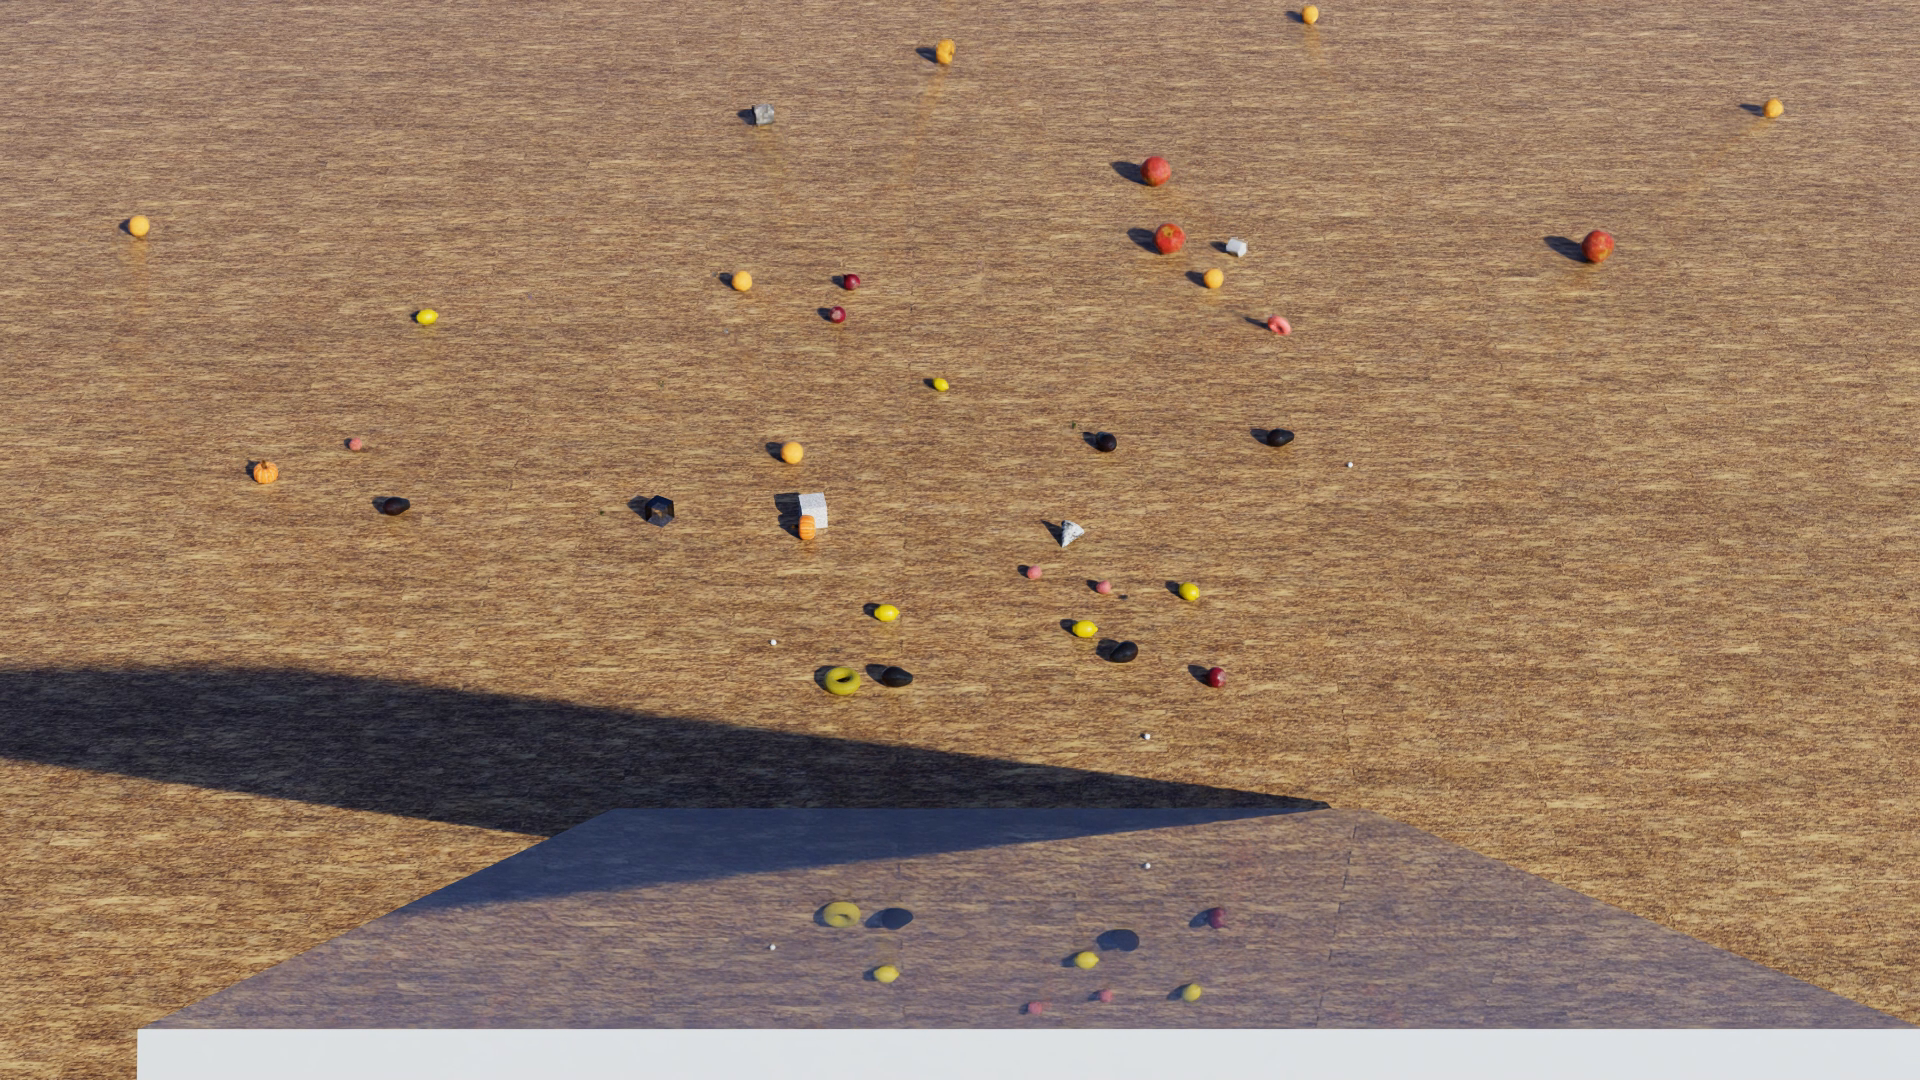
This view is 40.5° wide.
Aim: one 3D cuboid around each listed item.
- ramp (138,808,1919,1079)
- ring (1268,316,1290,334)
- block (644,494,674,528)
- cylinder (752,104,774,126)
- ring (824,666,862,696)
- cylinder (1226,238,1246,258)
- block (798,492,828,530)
[{"bbox_3d":[0.080,0.680,4.904,2.000,0.100,4.000,0,-2,0],"label":"ramp"},{"bbox_3d":[1.095,-0.740,8.934,0.083,0.083,0.028,22,69,27],"label":"ring"},{"bbox_3d":[-0.931,-0.089,8.064,0.064,0.064,0.064,20,41,25],"label":"block"},{"bbox_3d":[-0.768,-1.663,10.181,0.074,0.074,0.074,-7,37,-10],"label":"cylinder"},{"bbox_3d":[-0.337,0.402,7.425,0.109,0.036,0.109,1,36,-1],"label":"ring"},{"bbox_3d":[0.997,-1.053,9.375,0.053,0.053,0.053,25,43,30],"label":"cylinder"},{"bbox_3d":[-0.455,-0.090,8.054,0.077,0.077,0.077,-6,37,-8],"label":"block"}]
